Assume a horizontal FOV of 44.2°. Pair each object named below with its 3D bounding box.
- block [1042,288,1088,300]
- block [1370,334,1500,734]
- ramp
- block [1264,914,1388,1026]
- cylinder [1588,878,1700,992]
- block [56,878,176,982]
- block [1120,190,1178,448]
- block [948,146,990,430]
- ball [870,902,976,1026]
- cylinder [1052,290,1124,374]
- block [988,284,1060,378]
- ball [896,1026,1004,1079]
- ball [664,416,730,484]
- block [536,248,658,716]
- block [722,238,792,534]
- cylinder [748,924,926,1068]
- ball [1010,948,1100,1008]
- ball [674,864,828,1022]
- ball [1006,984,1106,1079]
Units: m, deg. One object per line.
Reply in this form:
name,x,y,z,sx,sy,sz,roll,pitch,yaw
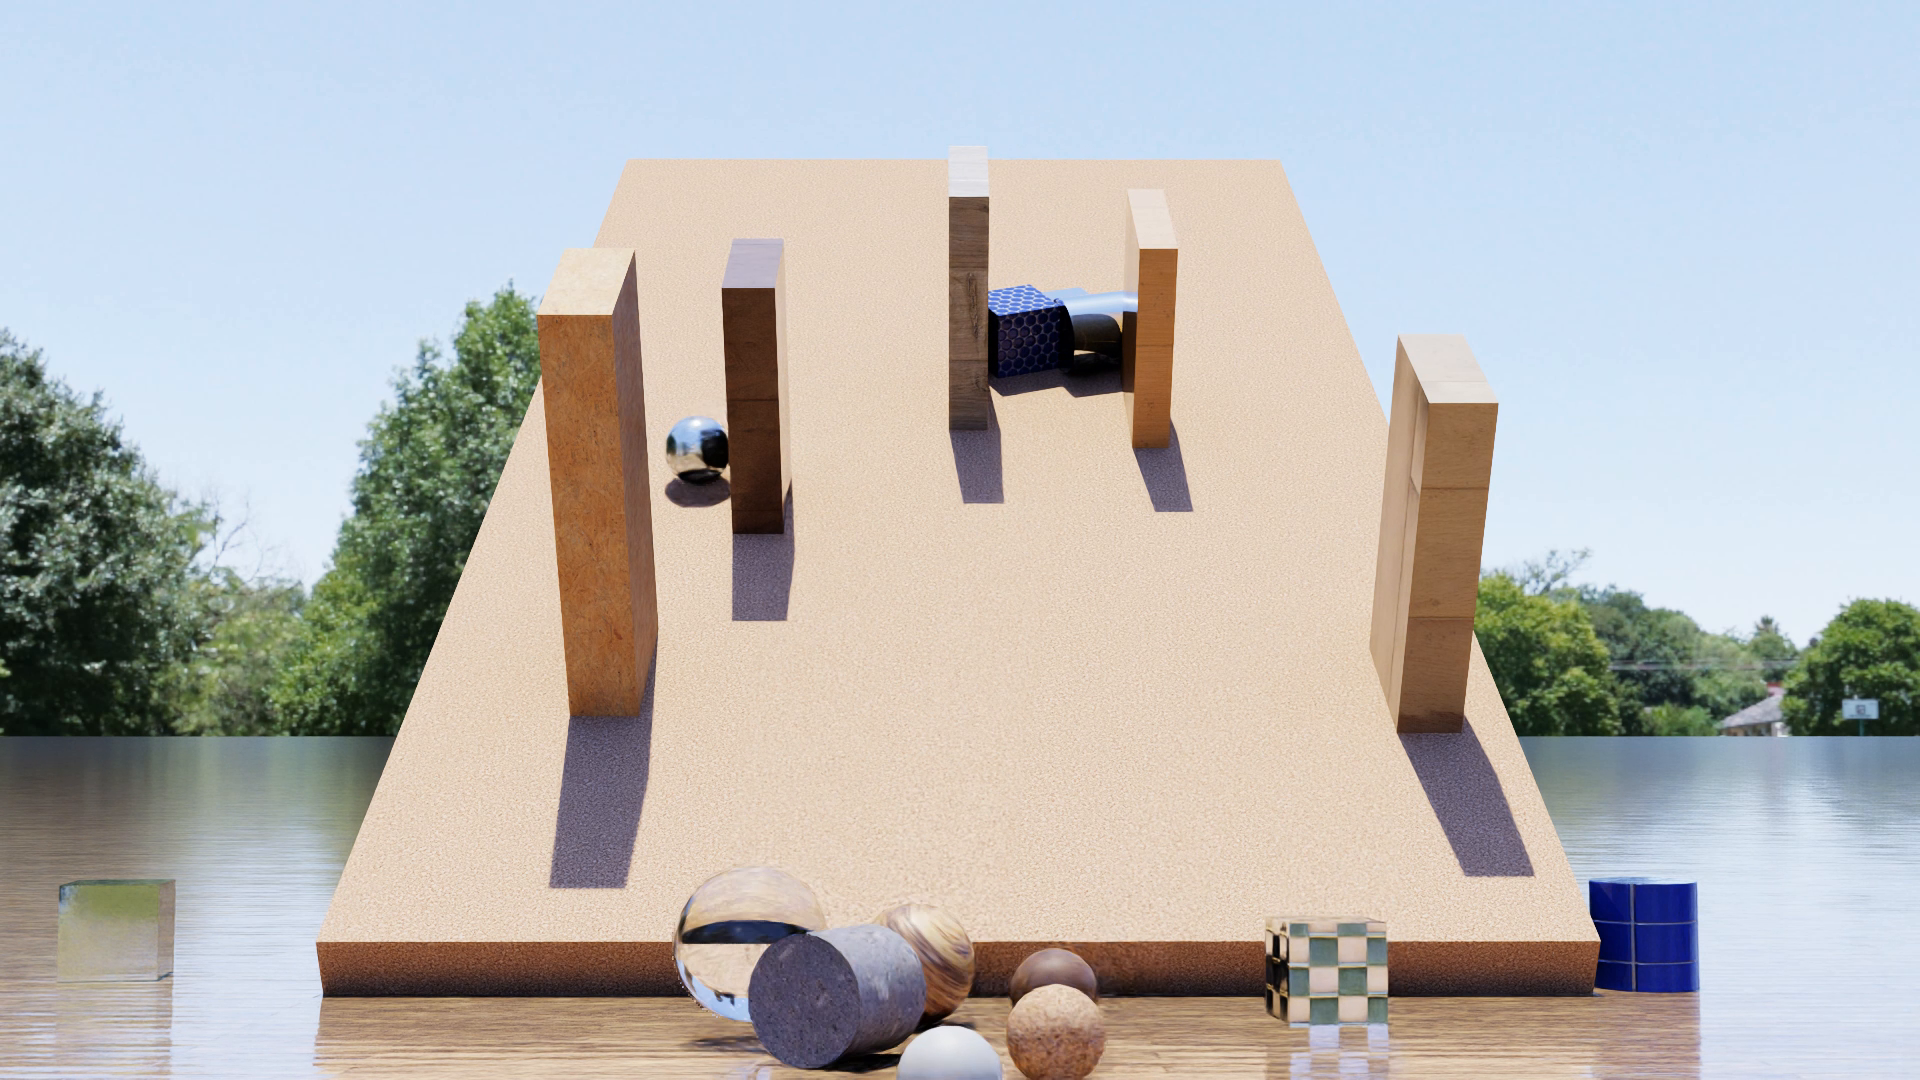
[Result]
block,0.267,-0.543,5.874,0.122,0.122,0.122,-10,28,-19
block,0.841,-0.011,4.235,0.116,0.643,0.312,0,27,0
ramp,-0.010,-0.227,5.490,2.000,0.100,4.000,0,27,0
block,0.525,0.617,3.402,0.142,0.142,0.142,0,-5,-6
cylinder,1.107,0.637,3.828,0.170,0.170,0.170,0,-5,0
block,-1.417,0.655,3.980,0.158,0.158,0.158,1,-5,-9
block,0.430,-0.511,5.418,0.083,0.475,0.407,0,27,0
block,0.018,-0.585,5.469,0.089,0.559,0.371,0,27,0
ball,-0.063,0.595,3.318,0.171,0.171,0.171,0,-5,0
cylinder,0.330,-0.506,5.734,0.182,0.182,0.182,-8,-2,-17
block,0.132,-0.509,5.760,0.162,0.162,0.162,-11,29,-22
ball,-0.010,0.554,2.426,0.111,0.111,0.111,0,-5,0
ball,-0.571,-0.197,5.149,0.149,0.149,0.149,0,-5,0
block,-0.644,-0.102,4.259,0.125,0.776,0.327,0,27,0
block,-0.423,-0.323,4.957,0.107,0.547,0.294,0,27,0
cylinder,-0.153,0.571,2.975,0.163,0.163,0.163,-2,-5,28
ball,0.127,0.609,3.177,0.120,0.120,0.120,0,-5,0
ball,-0.275,0.533,3.127,0.205,0.205,0.205,0,-5,0
ball,0.112,0.578,2.759,0.117,0.117,0.117,0,-5,0
